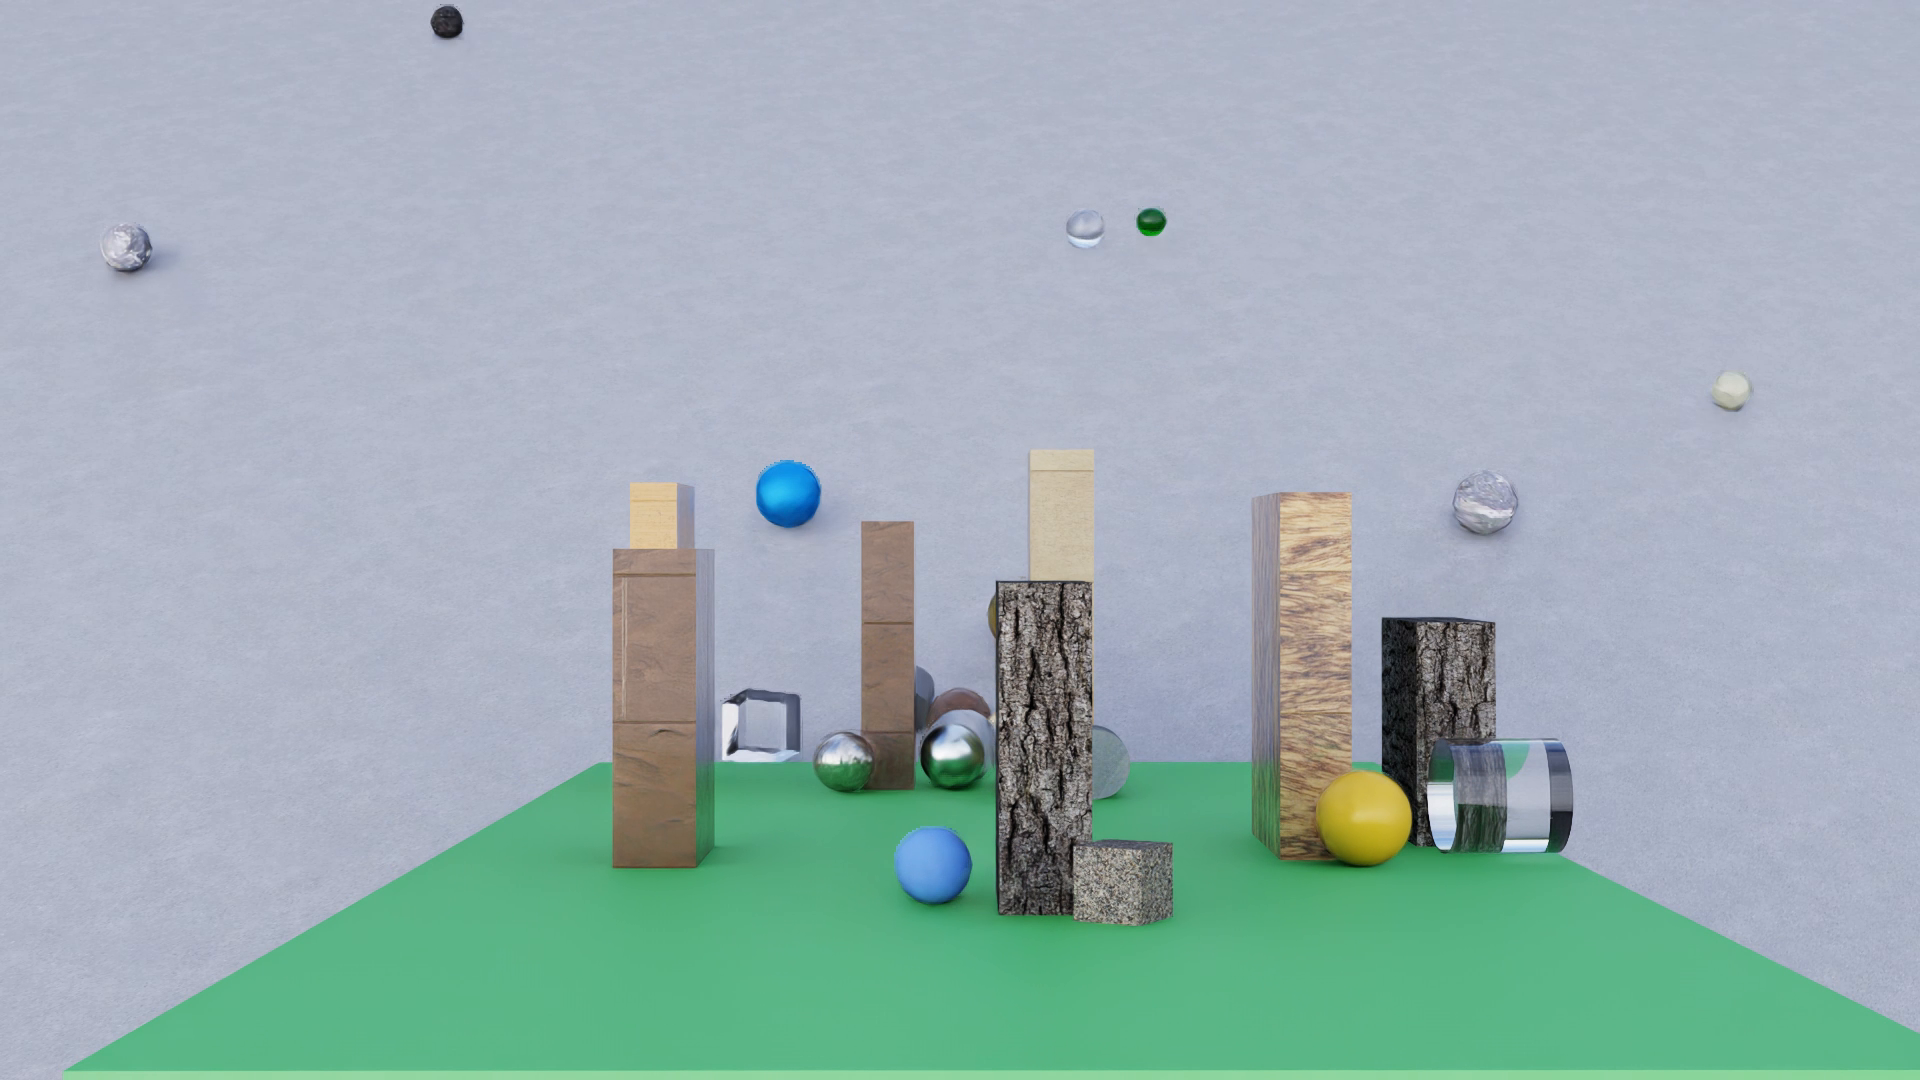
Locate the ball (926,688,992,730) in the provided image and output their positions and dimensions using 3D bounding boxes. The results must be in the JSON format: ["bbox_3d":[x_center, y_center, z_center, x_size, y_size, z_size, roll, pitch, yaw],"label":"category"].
[{"bbox_3d":[-0.002,0.478,6.841,0.173,0.173,0.173,0,31,0],"label":"ball"}]

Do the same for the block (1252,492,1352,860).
[{"bbox_3d":[0.623,0.240,4.752,0.125,0.644,0.443,0,0,0],"label":"block"}]

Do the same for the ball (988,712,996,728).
[{"bbox_3d":[0.123,0.516,6.739,0.148,0.148,0.148,0,31,0],"label":"ball"}]

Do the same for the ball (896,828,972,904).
[{"bbox_3d":[-0.040,0.499,3.967,0.117,0.117,0.117,0,31,0],"label":"ball"}]

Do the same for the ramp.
[{"bbox_3d":[0.069,0.612,4.684,2.000,0.100,4.000,0,0,0],"label":"ramp"}]

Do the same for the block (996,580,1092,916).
[{"bbox_3d":[0.127,0.311,4.009,0.139,0.493,0.332,0,0,0],"label":"block"}]

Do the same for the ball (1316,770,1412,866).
[{"bbox_3d":[0.693,0.478,4.447,0.164,0.164,0.164,0,31,0],"label":"ball"}]

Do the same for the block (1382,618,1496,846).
[{"bbox_3d":[0.910,0.358,4.941,0.145,0.411,0.393,0,0,0],"label":"block"}]

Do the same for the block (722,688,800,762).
[{"bbox_3d":[-0.518,0.488,6.743,0.152,0.152,0.152,9,67,-28],"label":"block"}]

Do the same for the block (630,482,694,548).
[{"bbox_3d":[-0.687,0.221,5.993,0.105,0.697,0.385,0,0,0],"label":"block"}]

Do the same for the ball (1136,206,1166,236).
[{"bbox_3d":[0.716,-1.190,9.687,0.111,0.111,0.111,0,31,0],"label":"ball"}]

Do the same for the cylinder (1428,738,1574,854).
[{"bbox_3d":[0.966,0.458,4.640,0.207,0.207,0.207,0,31,-4],"label":"cylinder"}]

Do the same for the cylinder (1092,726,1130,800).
[{"bbox_3d":[0.298,0.492,5.745,0.153,0.153,0.153,0,0,1],"label":"cylinder"}]

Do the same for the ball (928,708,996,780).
[{"bbox_3d":[0.005,0.483,6.084,0.173,0.173,0.173,0,31,0],"label":"ball"}]

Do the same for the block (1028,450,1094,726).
[{"bbox_3d":[0.230,0.183,5.947,0.143,0.772,0.246,0,0,0],"label":"block"}]

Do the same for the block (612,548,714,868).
[{"bbox_3d":[-0.522,0.289,4.589,0.142,0.546,0.337,0,0,0],"label":"block"}]

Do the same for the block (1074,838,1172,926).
[{"bbox_3d":[0.240,0.502,3.803,0.109,0.109,0.109,0,0,29],"label":"block"}]

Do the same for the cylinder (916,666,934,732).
[{"bbox_3d":[-0.138,0.427,6.967,0.130,0.130,0.130,2,31,3],"label":"cylinder"}]

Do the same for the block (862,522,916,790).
[{"bbox_3d":[-0.165,0.264,6.037,0.120,0.612,0.290,0,0,0],"label":"block"}]

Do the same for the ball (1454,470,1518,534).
[{"bbox_3d":[1.585,-0.113,7.811,0.191,0.191,0.191,0,31,0],"label":"ball"}]

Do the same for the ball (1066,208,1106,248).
[{"bbox_3d":[0.465,-1.152,9.589,0.147,0.147,0.147,0,31,0],"label":"ball"}]

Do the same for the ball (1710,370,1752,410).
[{"bbox_3d":[2.533,-0.490,8.502,0.129,0.129,0.129,0,31,0],"label":"ball"}]

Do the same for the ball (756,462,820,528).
[{"bbox_3d":[-0.521,-0.137,7.844,0.197,0.197,0.197,0,31,0],"label":"ball"}]

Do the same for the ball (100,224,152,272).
[{"bbox_3d":[-3.030,-1.063,9.411,0.176,0.176,0.176,0,31,0],"label":"ball"}]

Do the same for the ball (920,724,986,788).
[{"bbox_3d":[-0.017,0.494,5.922,0.149,0.149,0.149,0,31,0],"label":"ball"}]

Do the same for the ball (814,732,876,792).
[{"bbox_3d":[-0.260,0.500,5.832,0.137,0.137,0.137,0,31,0],"label":"ball"}]

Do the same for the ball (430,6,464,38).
[{"bbox_3d":[-2.280,-2.300,11.509,0.143,0.143,0.143,0,31,0],"label":"ball"}]

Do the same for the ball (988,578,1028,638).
[{"bbox_3d":[0.178,0.211,7.256,0.205,0.205,0.205,0,31,0],"label":"ball"}]
